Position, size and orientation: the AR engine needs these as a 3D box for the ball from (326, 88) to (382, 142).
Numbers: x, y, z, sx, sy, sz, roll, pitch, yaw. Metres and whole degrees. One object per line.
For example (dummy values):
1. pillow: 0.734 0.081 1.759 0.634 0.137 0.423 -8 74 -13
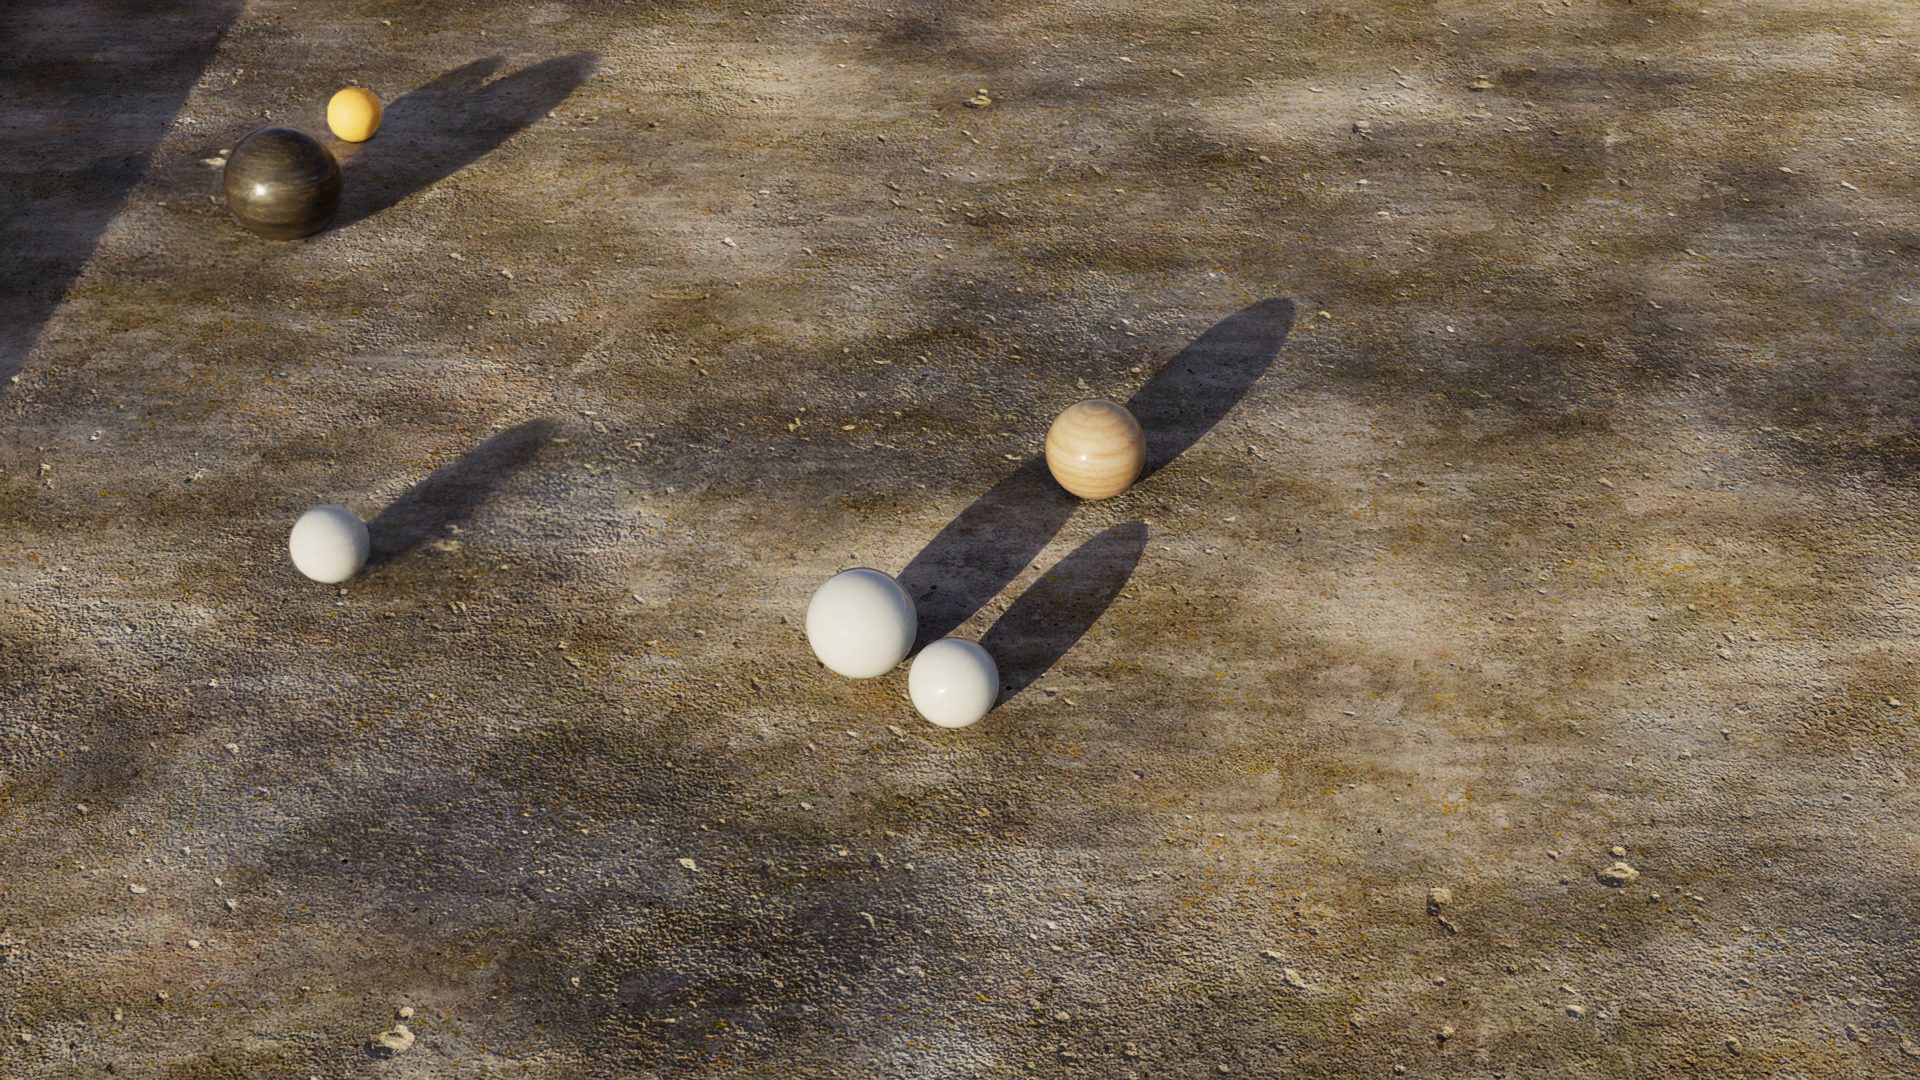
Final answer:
1. ball: -0.509 -0.357 2.154 0.045 0.045 0.045 0 36 0

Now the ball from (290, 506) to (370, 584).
1. ball: -0.407 0.003 1.658 0.051 0.051 0.051 0 36 0

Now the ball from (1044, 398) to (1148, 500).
1. ball: 0.092 -0.062 1.732 0.069 0.069 0.069 0 36 0

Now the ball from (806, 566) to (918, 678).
1. ball: -0.060 0.051 1.578 0.069 0.069 0.069 0 36 0

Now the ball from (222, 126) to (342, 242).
1. ball: -0.531 -0.279 2.011 0.090 0.090 0.090 0 36 0

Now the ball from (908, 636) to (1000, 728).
1. ball: -0.004 0.086 1.542 0.055 0.055 0.055 0 36 0
